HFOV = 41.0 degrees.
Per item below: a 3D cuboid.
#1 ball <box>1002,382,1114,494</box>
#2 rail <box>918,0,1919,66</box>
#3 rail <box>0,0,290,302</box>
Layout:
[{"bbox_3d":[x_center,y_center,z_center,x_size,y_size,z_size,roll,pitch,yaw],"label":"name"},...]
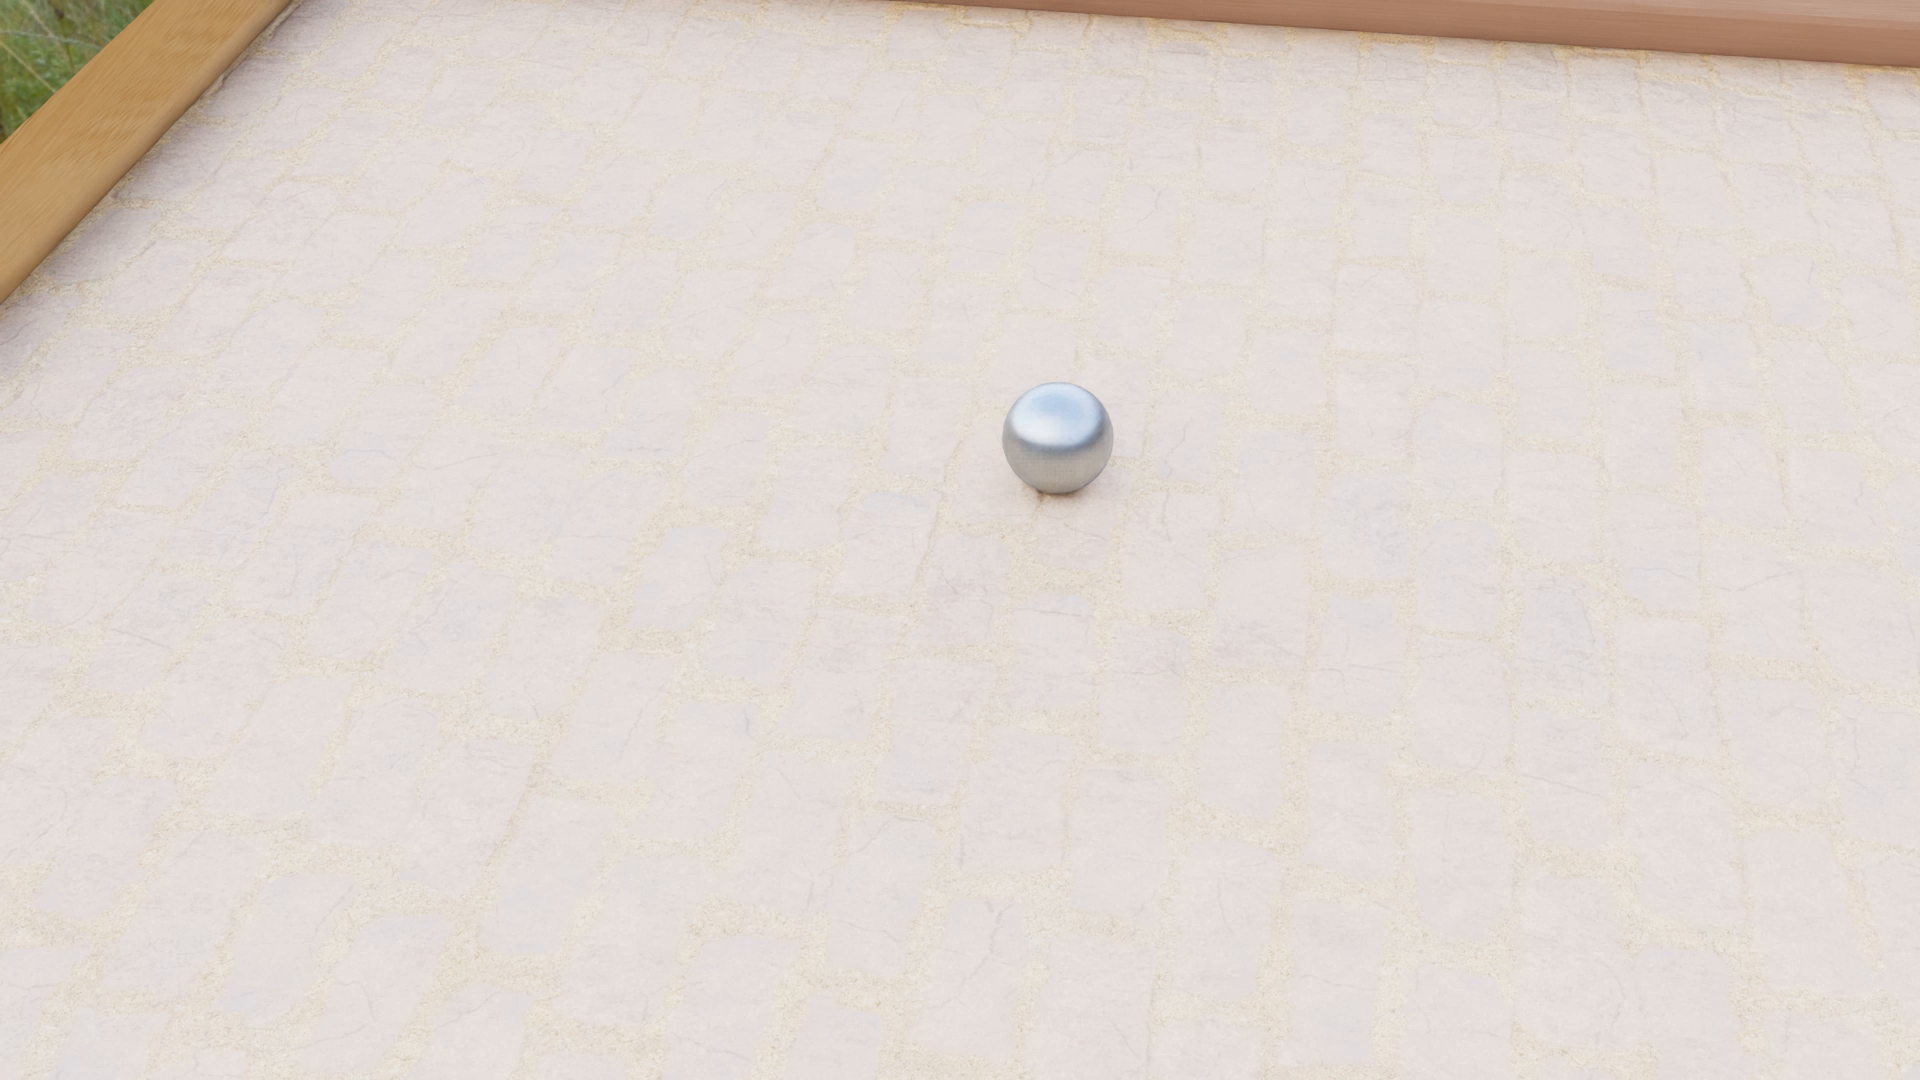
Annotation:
[{"bbox_3d":[0.075,-0.079,1.978,0.086,0.086,0.086,0,35,0],"label":"ball"},{"bbox_3d":[1.052,-0.520,2.581,3.581,0.124,0.045,5,35,8],"label":"rail"},{"bbox_3d":[-0.860,-0.102,1.976,0.045,0.124,2.121,5,35,8],"label":"rail"}]
